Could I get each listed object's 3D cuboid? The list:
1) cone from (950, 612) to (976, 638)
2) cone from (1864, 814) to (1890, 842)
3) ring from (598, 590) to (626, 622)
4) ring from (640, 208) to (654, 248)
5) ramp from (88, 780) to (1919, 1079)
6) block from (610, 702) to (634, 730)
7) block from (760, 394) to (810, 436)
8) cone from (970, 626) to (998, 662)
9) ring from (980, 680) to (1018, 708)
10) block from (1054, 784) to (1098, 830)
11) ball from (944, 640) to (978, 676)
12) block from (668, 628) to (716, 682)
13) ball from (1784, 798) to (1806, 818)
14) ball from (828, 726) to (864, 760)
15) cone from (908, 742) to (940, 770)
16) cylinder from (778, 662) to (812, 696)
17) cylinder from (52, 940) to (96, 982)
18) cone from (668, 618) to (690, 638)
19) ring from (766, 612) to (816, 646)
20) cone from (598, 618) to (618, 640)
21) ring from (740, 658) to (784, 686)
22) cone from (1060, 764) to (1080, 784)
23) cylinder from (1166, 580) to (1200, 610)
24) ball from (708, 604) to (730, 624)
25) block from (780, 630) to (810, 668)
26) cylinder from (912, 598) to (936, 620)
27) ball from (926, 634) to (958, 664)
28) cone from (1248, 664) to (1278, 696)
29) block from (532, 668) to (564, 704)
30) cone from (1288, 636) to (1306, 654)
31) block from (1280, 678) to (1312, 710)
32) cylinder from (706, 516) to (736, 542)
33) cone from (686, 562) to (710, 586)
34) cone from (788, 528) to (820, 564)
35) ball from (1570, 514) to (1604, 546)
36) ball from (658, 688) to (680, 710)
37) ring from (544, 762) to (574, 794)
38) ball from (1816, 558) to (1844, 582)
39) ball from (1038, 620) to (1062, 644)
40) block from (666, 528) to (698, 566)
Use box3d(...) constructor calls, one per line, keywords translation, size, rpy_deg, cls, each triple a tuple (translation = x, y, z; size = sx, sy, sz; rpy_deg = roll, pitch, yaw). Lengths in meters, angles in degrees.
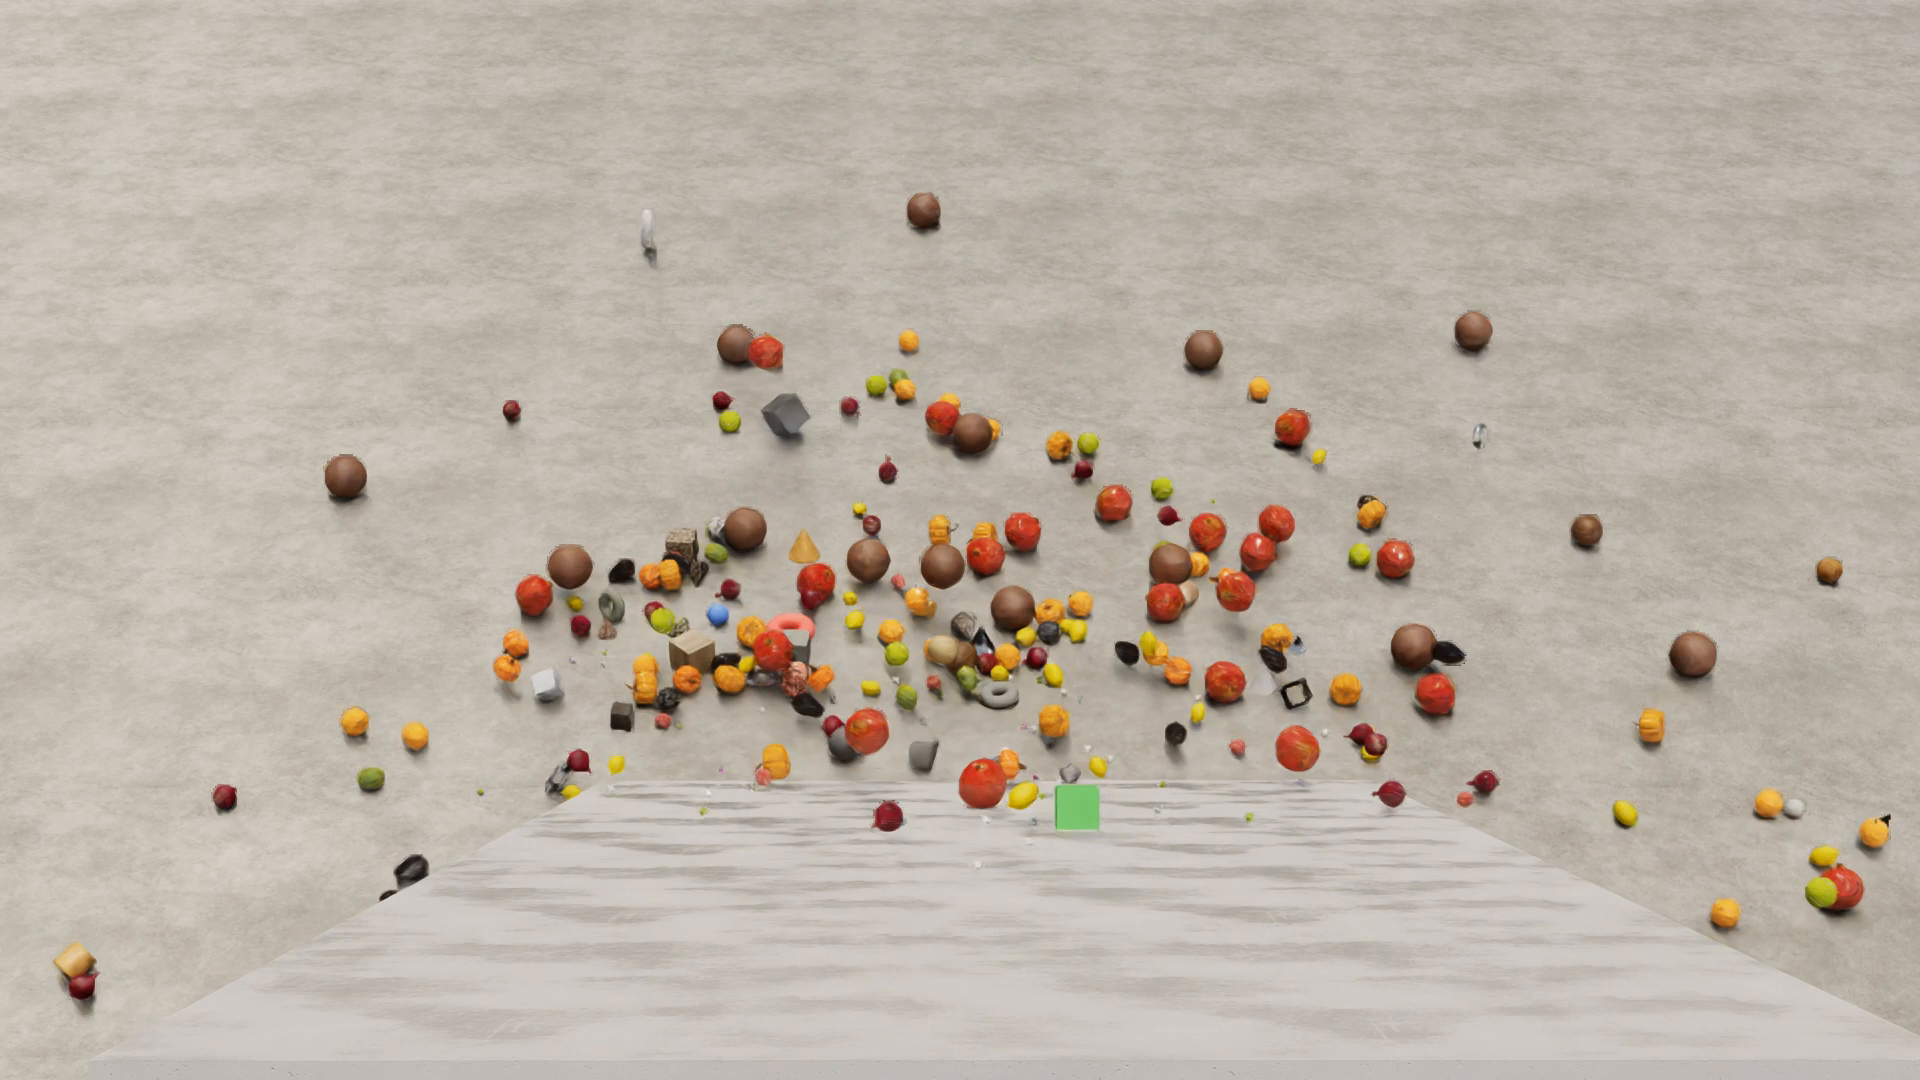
box3d(translation=(0.021, 0.259, 7.409), size=(0.079, 0.079, 0.079), rpy_deg=(-11, 39, -16), cls="cone")
box3d(translation=(2.374, 0.728, 6.669), size=(0.067, 0.067, 0.067), rpy_deg=(17, 34, -12), cls="cone")
box3d(translation=(-1.005, 0.190, 7.490), size=(0.097, 0.097, 0.032), rpy_deg=(26, 28, 34), cls="ring")
box3d(translation=(-1.138, -1.134, 9.443), size=(0.048, 0.145, 0.145), rpy_deg=(3, 33, -6), cls="ring")
box3d(translation=(0.073, 0.639, 4.752), size=(2.000, 0.100, 4.000), rpy_deg=(0, -1, 0), cls="ramp")
box3d(translation=(-0.922, 0.482, 7.079), size=(0.054, 0.054, 0.054), rpy_deg=(3, 33, 4), cls="block")
box3d(translation=(-0.561, -0.403, 8.336), size=(0.096, 0.096, 0.096), rpy_deg=(-42, 24, -25), cls="block")
box3d(translation=(0.060, 0.281, 7.350), size=(0.097, 0.097, 0.097), rpy_deg=(0, 33, 0), cls="cone")
box3d(translation=(0.109, 0.427, 7.179), size=(0.109, 0.036, 0.109), rpy_deg=(-3, 31, 2), cls="ring")
box3d(translation=(0.243, 0.558, 5.419), size=(0.087, 0.087, 0.087), rpy_deg=(0, -1, -2), cls="block")
box3d(translation=(0.002, 0.330, 7.259), size=(0.097, 0.097, 0.097), rpy_deg=(0, 33, 0), cls="ball")
box3d(translation=(-0.752, 0.321, 7.291), size=(0.092, 0.092, 0.092), rpy_deg=(-28, 42, -36), cls="block")
box3d(translation=(2.172, 0.698, 6.748), size=(0.051, 0.051, 0.051), rpy_deg=(0, 33, 0), cls="ball")
box3d(translation=(-0.305, 0.544, 6.946), size=(0.095, 0.095, 0.095), rpy_deg=(0, 33, 0), cls="ball")
box3d(translation=(-0.078, 0.554, 6.893), size=(0.083, 0.083, 0.083), rpy_deg=(27, 43, -28), cls="cone")
box3d(translation=(-0.459, 0.386, 7.210), size=(0.072, 0.072, 0.072), rpy_deg=(9, 60, 14), cls="cylinder")
box3d(translation=(-2.126, 1.012, 6.228), size=(0.071, 0.071, 0.071), rpy_deg=(27, 59, 35), cls="cylinder")
box3d(translation=(-0.783, 0.276, 7.412), size=(0.074, 0.074, 0.074), rpy_deg=(-30, 68, -37), cls="cone")
box3d(translation=(-0.486, 0.259, 7.430), size=(0.143, 0.048, 0.143), rpy_deg=(-1, 34, 0), cls="ring")
box3d(translation=(-1.013, 0.247, 7.437), size=(0.058, 0.058, 0.058), rpy_deg=(0, 33, 0), cls="cone")
box3d(translation=(-0.553, 0.369, 7.261), size=(0.126, 0.042, 0.126), rpy_deg=(1, 27, 0), cls="ring")
box3d(translation=(0.280, 0.612, 6.657), size=(0.055, 0.055, 0.055), rpy_deg=(3, 26, 5), cls="cone")
box3d(translation=(0.651, 0.162, 7.559), size=(0.068, 0.068, 0.068), rpy_deg=(26, 40, 34), cls="cylinder")
box3d(translation=(-0.698, 0.214, 7.484), size=(0.062, 0.062, 0.062), rpy_deg=(0, 33, 0), cls="ball")
box3d(translation=(-0.466, 0.307, 7.328), size=(0.076, 0.076, 0.076), rpy_deg=(2, 33, 3), cls="block")
box3d(translation=(-0.104, 0.198, 7.517), size=(0.052, 0.052, 0.052), rpy_deg=(16, 36, 22), cls="cylinder")
box3d(translation=(-0.048, 0.300, 7.107), size=(0.084, 0.084, 0.084), rpy_deg=(0, 33, 0), cls="ball")
box3d(translation=(0.844, 0.374, 7.218), size=(0.082, 0.082, 0.082), rpy_deg=(0, 33, 0), cls="cone")
box3d(translation=(-1.136, 0.401, 7.152), size=(0.062, 0.062, 0.062), rpy_deg=(-23, 59, 6), cls="block")
box3d(translation=(0.961, 0.291, 7.376), size=(0.050, 0.050, 0.050), rpy_deg=(0, 33, 0), cls="cone")
box3d(translation=(0.925, 0.423, 7.136), size=(0.058, 0.058, 0.058), rpy_deg=(-20, 9, 29), cls="block")
box3d(translation=(-0.724, -0.032, 7.855), size=(0.065, 0.065, 0.065), rpy_deg=(-28, 36, -36), cls="cylinder")
box3d(translation=(-0.778, 0.111, 7.671), size=(0.070, 0.070, 0.070), rpy_deg=(1, 60, 1), cls="cone")
box3d(translation=(-0.468, 0.003, 7.777), size=(0.098, 0.098, 0.098), rpy_deg=(0, 33, 0), cls="cone")
box3d(translation=(1.892, -0.028, 7.827), size=(0.096, 0.096, 0.096), rpy_deg=(0, 33, 0), cls="ball")
box3d(translation=(-0.802, 0.438, 7.138), size=(0.063, 0.063, 0.063), rpy_deg=(0, 33, 0), cls="ball")
box3d(translation=(-1.056, 0.626, 6.820), size=(0.034, 0.102, 0.102), rpy_deg=(36, 40, 4), cls="ring")
box3d(translation=(2.570, 0.089, 7.665), size=(0.075, 0.075, 0.075), rpy_deg=(0, 33, 0), cls="ball")
box3d(translation=(0.255, 0.264, 7.401), size=(0.069, 0.069, 0.069), rpy_deg=(0, 33, 0), cls="ball")
box3d(translation=(-0.832, 0.020, 7.765), size=(0.082, 0.082, 0.082), rpy_deg=(2, 33, 3), cls="block")
